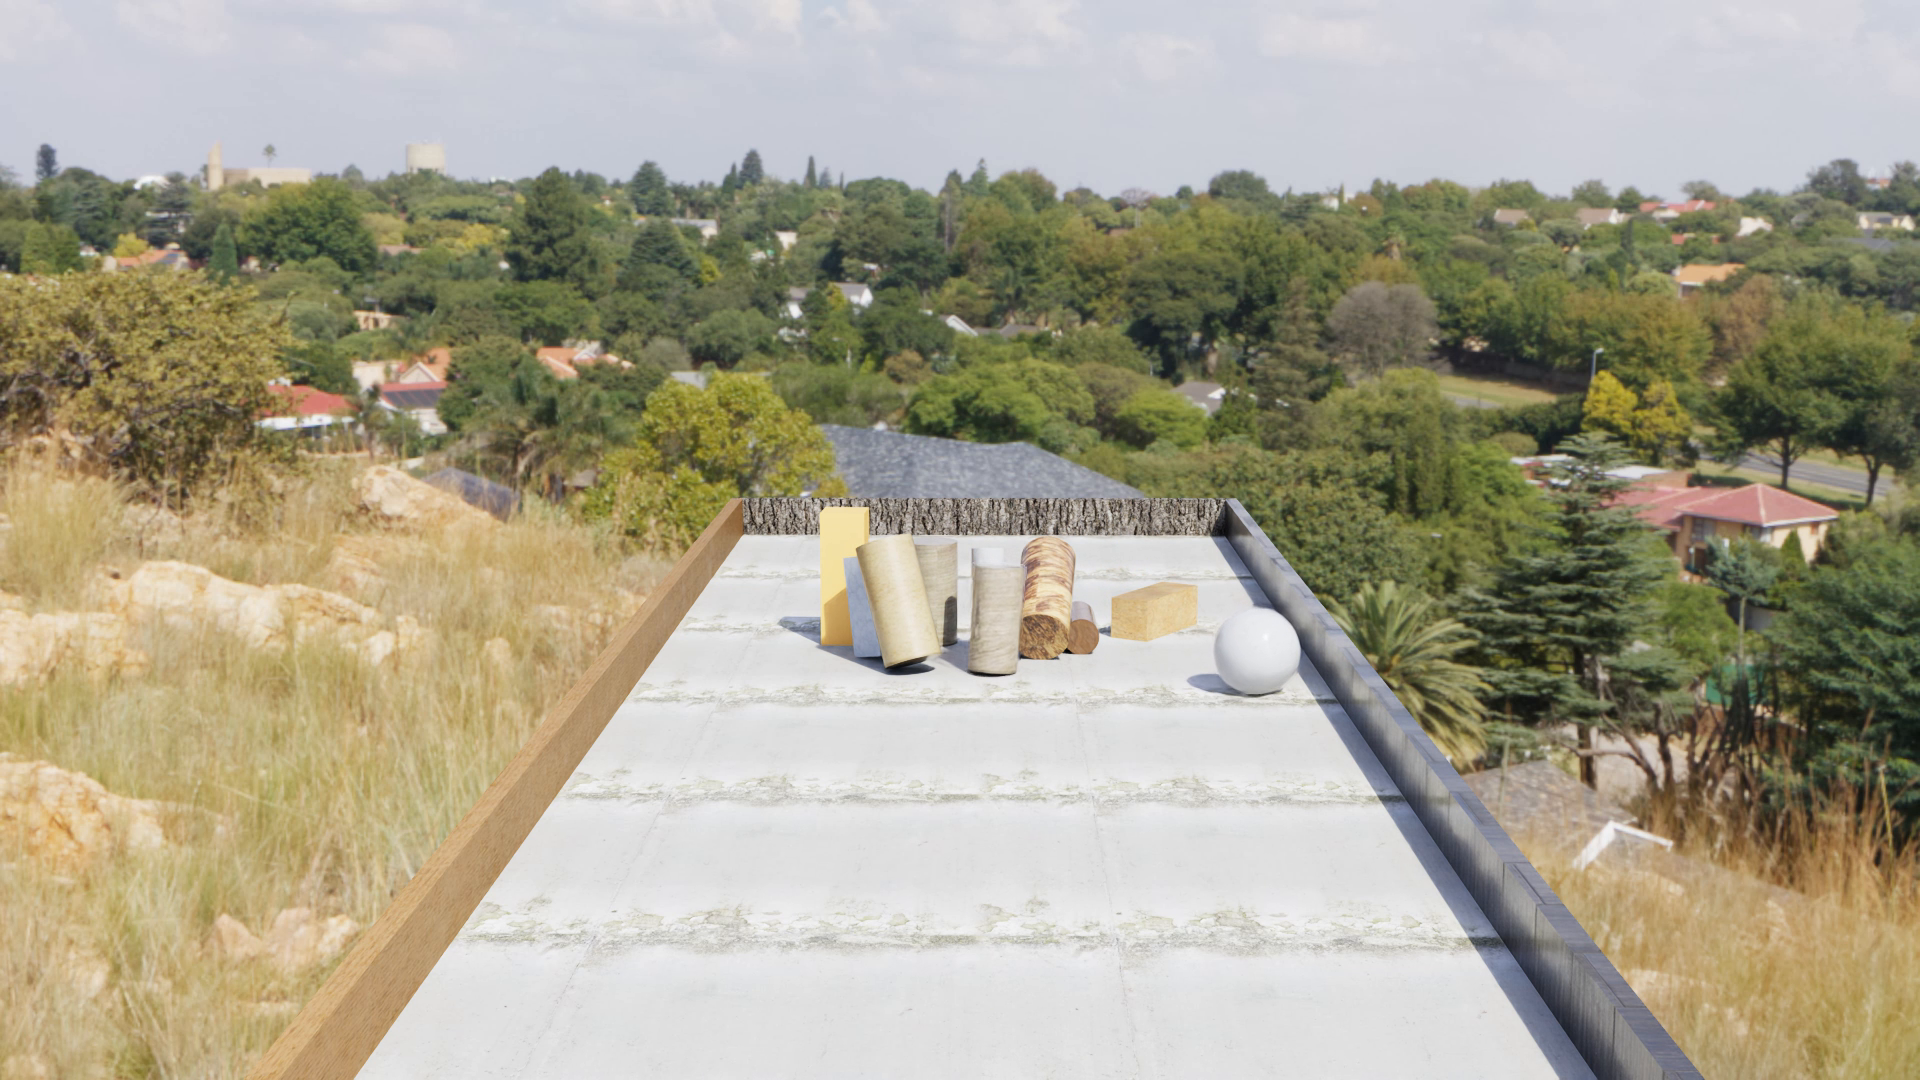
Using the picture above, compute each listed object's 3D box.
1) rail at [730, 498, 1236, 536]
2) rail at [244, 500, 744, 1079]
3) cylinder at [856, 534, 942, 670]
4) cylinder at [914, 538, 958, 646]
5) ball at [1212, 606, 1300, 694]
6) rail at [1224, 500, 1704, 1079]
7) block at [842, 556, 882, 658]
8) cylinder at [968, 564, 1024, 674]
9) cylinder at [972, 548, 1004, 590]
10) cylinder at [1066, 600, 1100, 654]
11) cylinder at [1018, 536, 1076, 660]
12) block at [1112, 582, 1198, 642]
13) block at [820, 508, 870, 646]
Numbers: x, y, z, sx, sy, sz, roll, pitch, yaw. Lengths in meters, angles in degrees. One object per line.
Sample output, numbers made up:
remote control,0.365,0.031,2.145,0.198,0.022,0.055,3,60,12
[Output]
rail,0.099,-0.098,9.147,2.100,0.150,0.050,0,9,1
rail,-1.004,0.839,3.234,0.050,0.150,12.000,0,9,1
cylinder,-0.183,0.184,6.547,0.175,0.369,0.175,-14,-8,-2
cylinder,-0.090,0.164,6.943,0.165,0.324,0.165,0,9,0
ball,0.841,0.314,6.242,0.247,0.247,0.247,0,9,0
rail,1.046,0.843,3.208,0.050,0.150,12.000,0,9,1
block,-0.250,0.197,6.731,0.130,0.306,0.130,-8,1,-40
cylinder,0.106,0.232,6.515,0.147,0.309,0.147,4,5,0
cylinder,0.086,0.192,6.691,0.102,0.334,0.102,0,-1,0
cylinder,0.377,0.275,6.924,0.110,0.110,0.314,0,9,1
cylinder,0.262,0.177,6.818,0.175,0.175,0.405,1,36,6
block,0.633,0.231,7.137,0.131,0.131,0.344,6,11,33
block,-0.363,0.114,6.952,0.138,0.419,0.138,1,9,4
